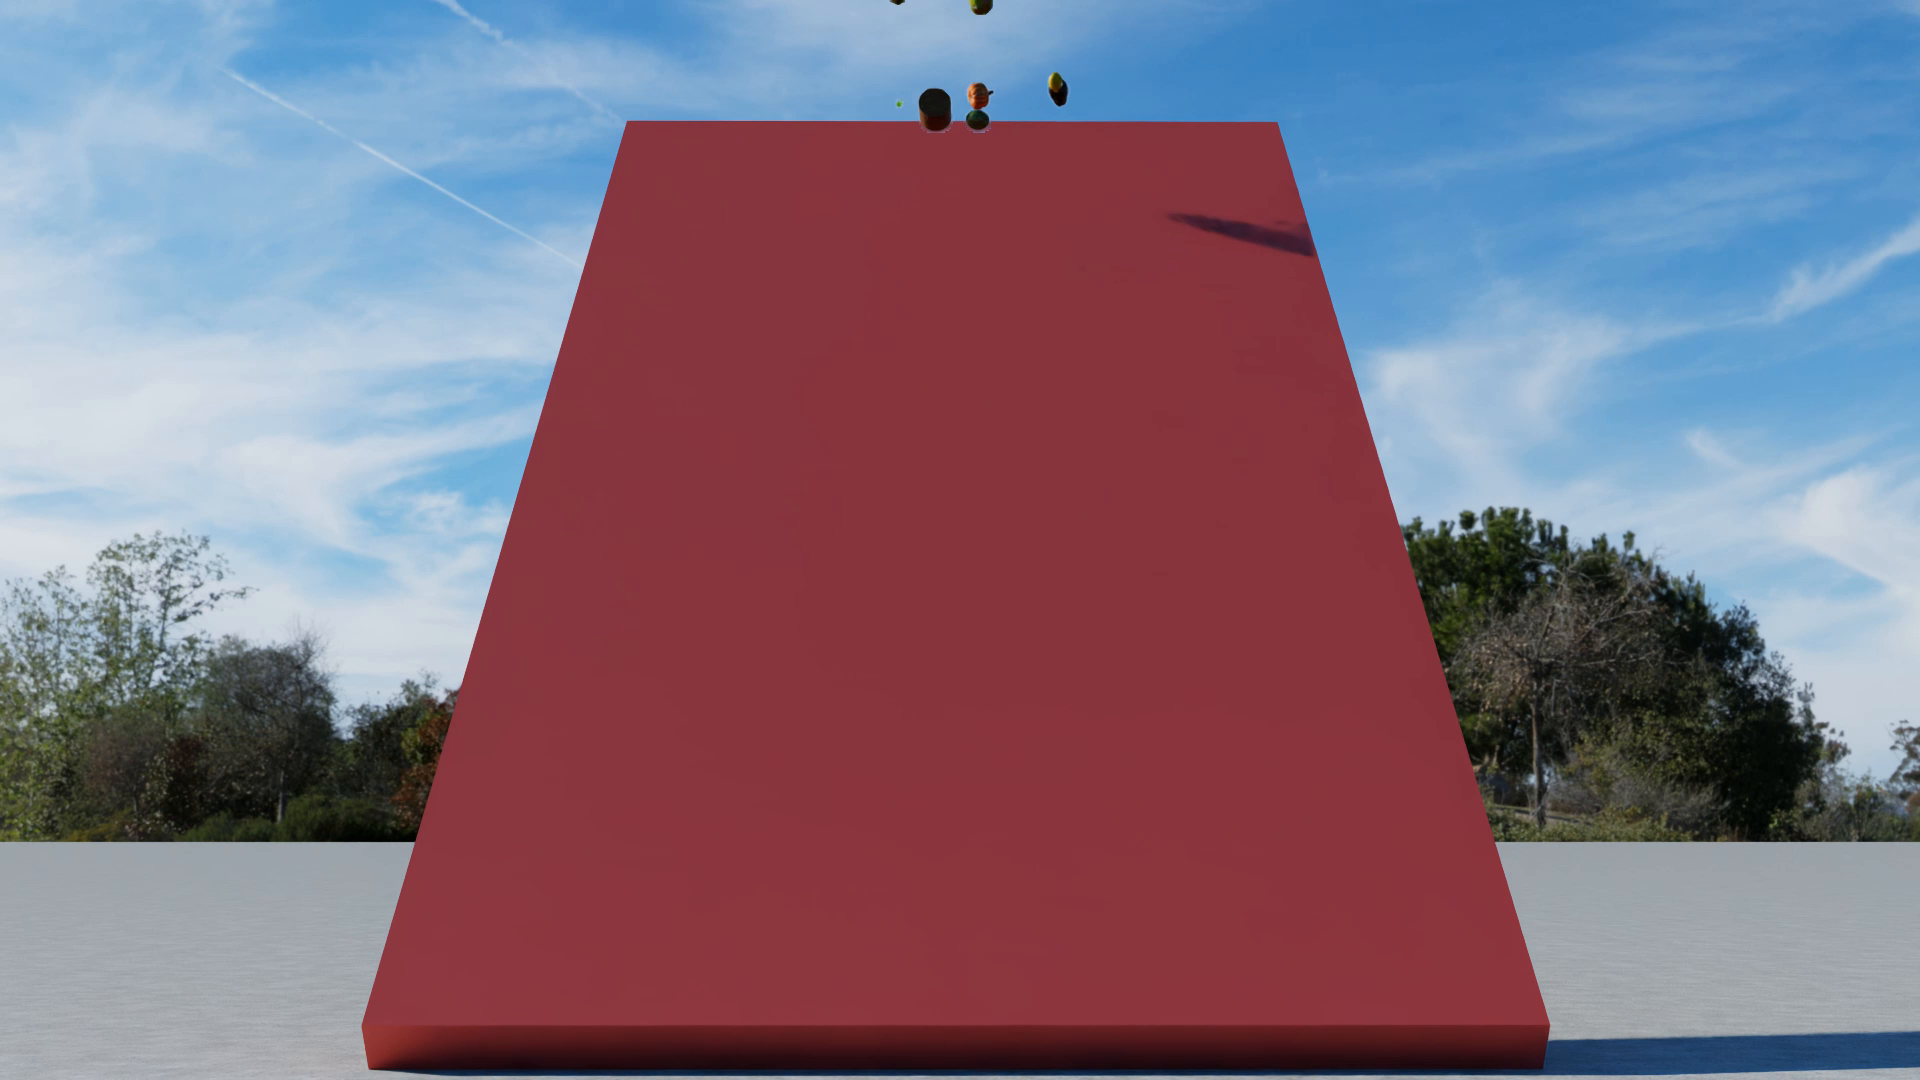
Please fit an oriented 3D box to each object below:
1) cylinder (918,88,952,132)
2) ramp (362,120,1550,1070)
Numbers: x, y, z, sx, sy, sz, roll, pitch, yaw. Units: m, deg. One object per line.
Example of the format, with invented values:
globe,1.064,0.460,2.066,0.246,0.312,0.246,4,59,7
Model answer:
cylinder,-0.072,-1.261,7.155,0.094,0.094,0.094,0,-16,2
ramp,-0.015,-0.193,5.834,2.000,0.100,4.000,0,32,0
